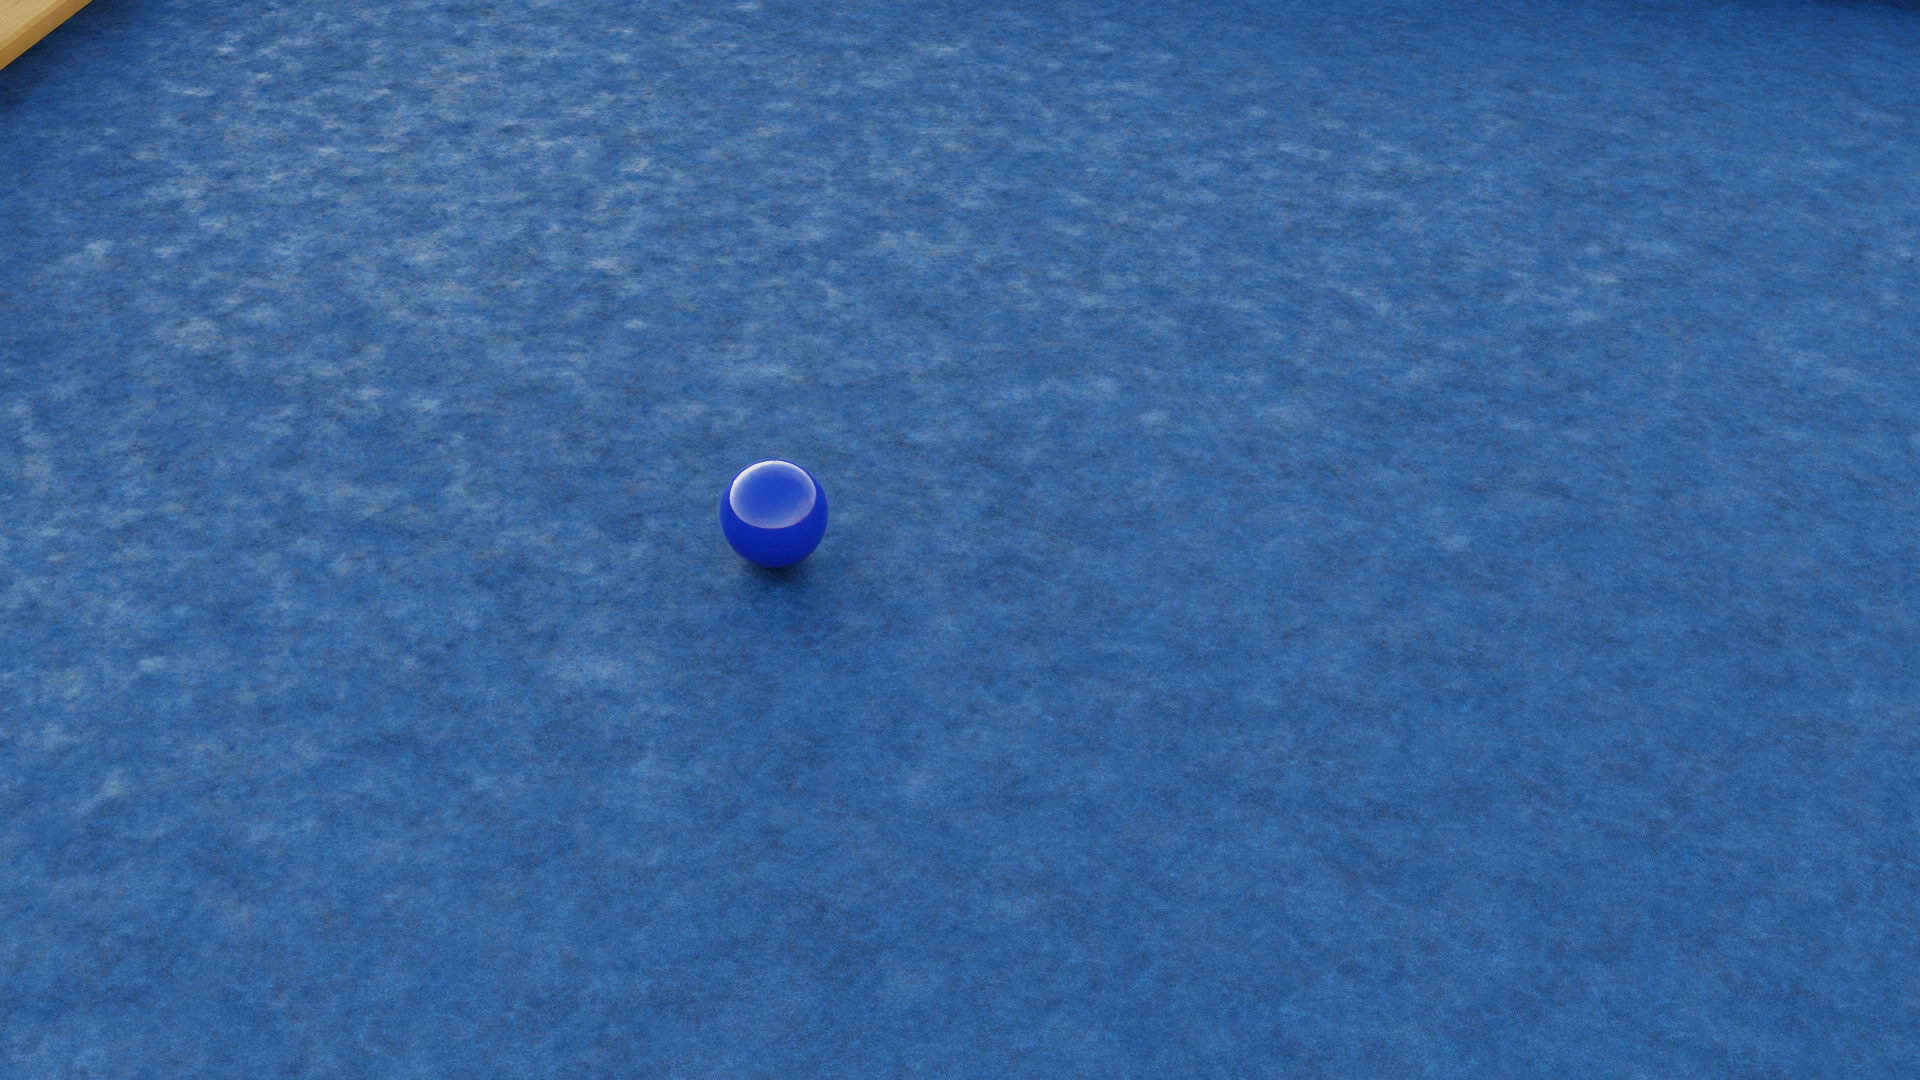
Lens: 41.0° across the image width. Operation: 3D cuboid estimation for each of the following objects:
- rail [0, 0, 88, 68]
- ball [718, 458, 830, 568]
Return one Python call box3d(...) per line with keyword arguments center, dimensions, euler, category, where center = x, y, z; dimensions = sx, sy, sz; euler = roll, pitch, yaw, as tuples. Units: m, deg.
box3d(center=(-1.066, -0.161, 1.994), dimensions=(0.045, 0.102, 2.533), euler=(8, 36, 11), category="rail")
box3d(center=(-0.131, -0.019, 1.811), dimensions=(0.078, 0.078, 0.078), euler=(0, 35, 0), category="ball")
